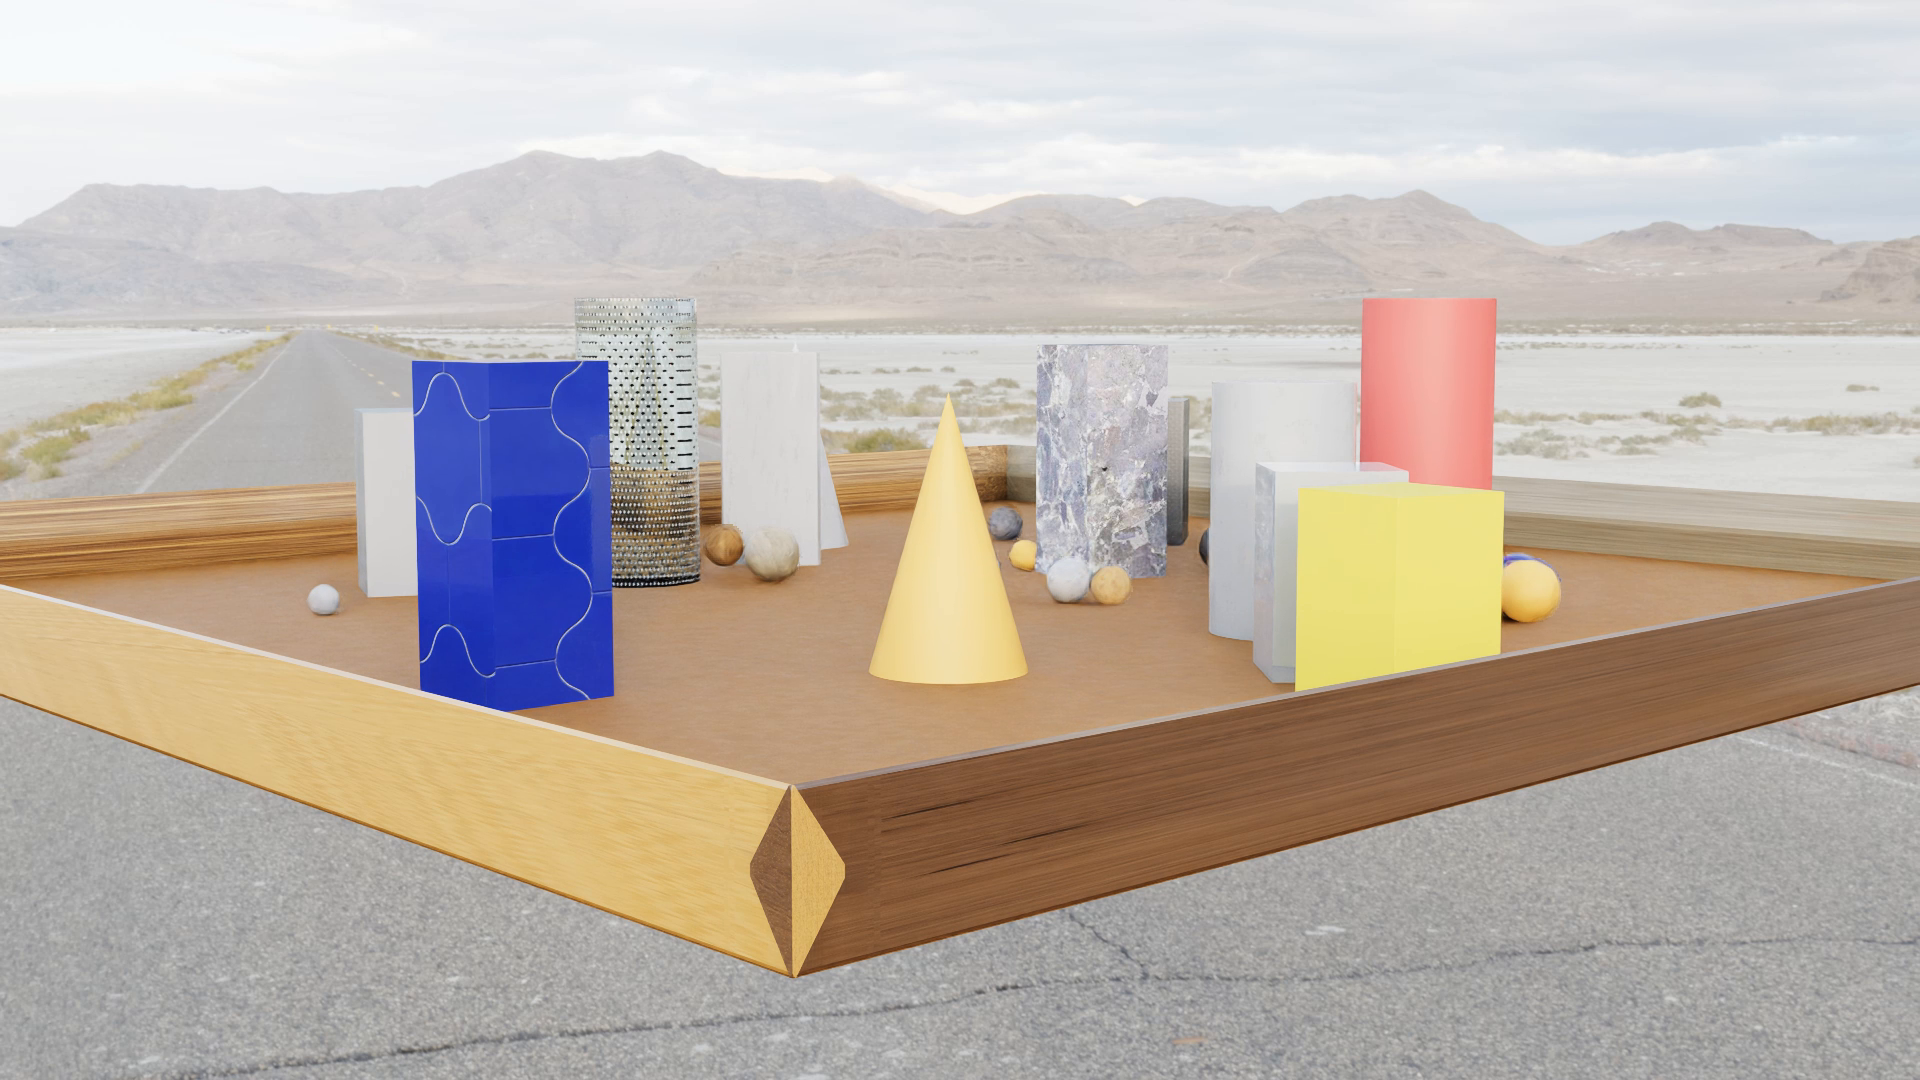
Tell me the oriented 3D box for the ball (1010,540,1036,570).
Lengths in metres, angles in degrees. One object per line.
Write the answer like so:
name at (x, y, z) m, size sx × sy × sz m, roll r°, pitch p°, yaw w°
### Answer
ball at (0.112, 0.026, 3.780) m, size 0.053 × 0.053 × 0.053 m, roll 0°, pitch 6°, yaw 0°

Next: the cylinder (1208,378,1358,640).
cylinder at (0.446, -0.045, 3.044) m, size 0.199 × 0.348 × 0.199 m, roll 0°, pitch 6°, yaw 0°

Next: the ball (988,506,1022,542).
ball at (0.088, -0.032, 4.264) m, size 0.068 × 0.068 × 0.068 m, roll 0°, pitch 6°, yaw 0°

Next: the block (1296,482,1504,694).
block at (0.491, 0.066, 2.465) m, size 0.159 × 0.246 × 0.159 m, roll -4°, pitch 7°, yaw -32°

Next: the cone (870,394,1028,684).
cone at (-0.014, -0.010, 2.716) m, size 0.199 × 0.345 × 0.199 m, roll 0°, pitch 6°, yaw 0°

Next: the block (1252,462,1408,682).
block at (0.454, 0.037, 2.709) m, size 0.159 × 0.254 × 0.159 m, roll 0°, pitch 6°, yaw -1°

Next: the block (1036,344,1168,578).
block at (0.238, -0.135, 3.712) m, size 0.159 × 0.388 × 0.159 m, roll -3°, pitch 7°, yaw -29°

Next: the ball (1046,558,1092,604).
ball at (0.167, 0.061, 3.361) m, size 0.070 × 0.070 × 0.070 m, roll 0°, pitch 6°, yaw 0°

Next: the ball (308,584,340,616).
ball at (-0.932, 0.088, 3.221) m, size 0.046 × 0.046 × 0.046 m, roll 0°, pitch 6°, yaw 0°

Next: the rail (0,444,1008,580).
rail at (-0.868, -0.064, 4.268) m, size 2.711 × 0.129 × 0.045 m, roll -5°, pitch 8°, yaw -42°

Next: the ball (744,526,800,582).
ball at (-0.309, 0.023, 3.625) m, size 0.091 × 0.091 × 0.091 m, roll 0°, pitch 6°, yaw 0°

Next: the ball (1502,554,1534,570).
ball at (0.827, 0.063, 3.267) m, size 0.086 × 0.086 × 0.086 m, roll 0°, pitch 6°, yaw 0°

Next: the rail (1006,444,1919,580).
rail at (0.979, -0.060, 4.230) m, size 0.045 × 0.129 × 2.608 m, roll -5°, pitch 8°, yaw -42°

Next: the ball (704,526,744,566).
ball at (-0.400, 0.011, 3.721) m, size 0.068 × 0.068 × 0.068 m, roll 0°, pitch 6°, yaw 0°

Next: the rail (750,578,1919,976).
rail at (0.868, 0.131, 2.396) m, size 2.711 × 0.129 × 0.045 m, roll -5°, pitch 8°, yaw -42°

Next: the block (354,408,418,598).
block at (-0.876, -0.064, 3.515) m, size 0.159 × 0.288 × 0.159 m, roll -2°, pitch 6°, yaw -20°

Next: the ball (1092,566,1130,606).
ball at (0.229, 0.069, 3.337) m, size 0.060 × 0.060 × 0.060 m, roll 0°, pitch 6°, yaw 0°

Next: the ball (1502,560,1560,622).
ball at (0.813, 0.073, 3.151) m, size 0.091 × 0.091 × 0.091 m, roll 0°, pitch 6°, yaw 0°

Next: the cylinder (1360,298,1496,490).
cylinder at (0.709, -0.135, 3.345) m, size 0.199 × 0.463 × 0.199 m, roll 0°, pitch 6°, yaw 0°

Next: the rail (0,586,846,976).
rail at (-0.979, 0.127, 2.433) m, size 0.045 × 0.129 × 2.608 m, roll -5°, pitch 8°, yaw -42°

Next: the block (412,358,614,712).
block at (-0.514, -0.012, 2.532) m, size 0.159 × 0.388 × 0.159 m, roll -6°, pitch 8°, yaw -44°

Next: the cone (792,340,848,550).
cone at (-0.311, -0.188, 4.184) m, size 0.199 × 0.395 × 0.199 m, roll 0°, pitch 6°, yaw 0°

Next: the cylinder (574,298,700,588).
cylinder at (-0.530, -0.164, 3.620) m, size 0.199 × 0.465 × 0.199 m, roll 0°, pitch 6°, yaw 0°

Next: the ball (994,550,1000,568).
ball at (0.014, 0.045, 3.382) m, size 0.098 × 0.098 × 0.098 m, roll 0°, pitch 6°, yaw 0°

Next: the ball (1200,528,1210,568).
ball at (0.451, 0.013, 3.756) m, size 0.084 × 0.084 × 0.084 m, roll 0°, pitch 6°, yaw 0°

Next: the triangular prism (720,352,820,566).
triangular prism at (-0.329, -0.149, 3.921) m, size 0.172 × 0.372 × 0.149 m, roll 0°, pitch 6°, yaw 2°

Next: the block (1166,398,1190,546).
block at (0.359, -0.135, 4.266) m, size 0.159 × 0.274 × 0.159 m, roll 1°, pitch 6°, yaw 10°
